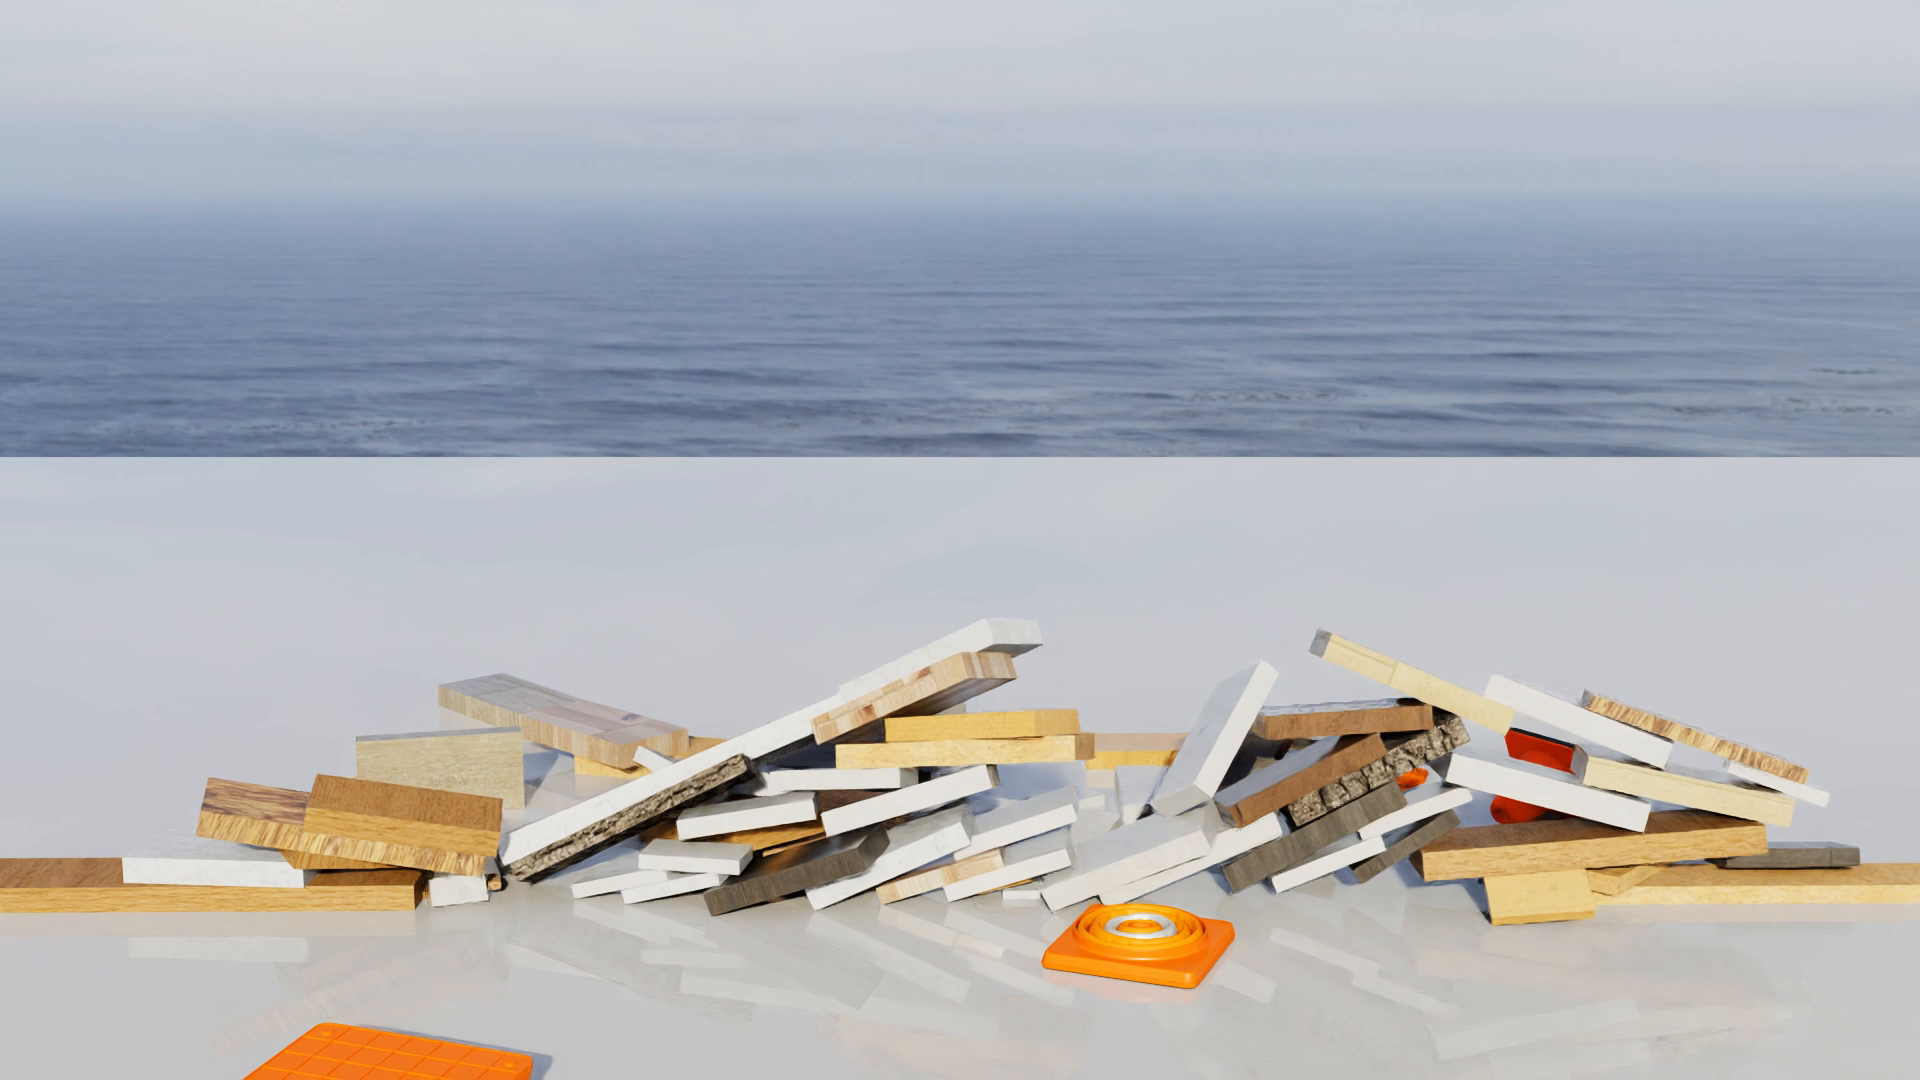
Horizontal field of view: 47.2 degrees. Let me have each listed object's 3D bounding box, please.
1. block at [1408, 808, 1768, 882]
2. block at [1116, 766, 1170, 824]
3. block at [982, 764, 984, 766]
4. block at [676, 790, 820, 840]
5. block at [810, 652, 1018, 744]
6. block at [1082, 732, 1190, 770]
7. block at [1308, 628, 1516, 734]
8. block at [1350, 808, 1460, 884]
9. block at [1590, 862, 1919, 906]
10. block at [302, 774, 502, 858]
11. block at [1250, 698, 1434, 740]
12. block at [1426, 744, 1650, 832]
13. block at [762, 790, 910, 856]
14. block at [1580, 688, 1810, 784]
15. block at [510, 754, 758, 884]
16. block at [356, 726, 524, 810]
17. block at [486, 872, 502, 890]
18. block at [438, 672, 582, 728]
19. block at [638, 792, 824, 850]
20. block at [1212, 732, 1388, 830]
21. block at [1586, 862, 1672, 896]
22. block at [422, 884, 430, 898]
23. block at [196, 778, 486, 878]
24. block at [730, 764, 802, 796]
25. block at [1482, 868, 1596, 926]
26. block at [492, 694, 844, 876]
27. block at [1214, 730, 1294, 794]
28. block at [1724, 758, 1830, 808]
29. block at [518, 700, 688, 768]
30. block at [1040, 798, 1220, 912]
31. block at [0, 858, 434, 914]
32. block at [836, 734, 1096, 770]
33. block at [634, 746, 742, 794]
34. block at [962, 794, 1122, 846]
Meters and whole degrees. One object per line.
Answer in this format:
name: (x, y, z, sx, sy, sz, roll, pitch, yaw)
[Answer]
block: (1.025, 0.498, 3.623, 0.548, 0.047, 0.165, -5, 4, 3)
block: (0.365, 0.480, 4.163, 0.127, 0.036, 0.255, 0, 11, 1)
block: (0.024, 0.429, 4.483, 0.068, 0.019, 0.137, 1, 11, 7)
block: (-0.348, 0.453, 3.633, 0.225, 0.032, 0.113, -9, 3, 0)
block: (-0.078, 0.267, 3.690, 0.318, 0.045, 0.159, -26, -16, 28)
block: (0.426, 0.426, 4.446, 0.347, 0.038, 0.135, 0, 11, -1)
block: (0.749, 0.234, 3.658, 0.324, 0.043, 0.153, 23, 1, 0)
block: (0.730, 0.496, 3.630, 0.191, 0.027, 0.095, -33, 2, 5)
block: (1.405, 0.573, 3.672, 1.001, 0.031, 0.111, 0, 11, -1)
block: (-0.899, 0.446, 3.568, 0.302, 0.043, 0.151, 10, 12, -13)
block: (0.622, 0.292, 3.601, 0.273, 0.039, 0.136, -4, 1, -3)
block: (0.950, 0.403, 3.629, 0.330, 0.047, 0.165, 15, 4, 0)
block: (-0.214, 0.521, 3.906, 0.177, 0.050, 0.354, 2, 11, 12)
block: (1.217, 0.325, 3.650, 0.366, 0.026, 0.091, 19, 6, 6)
block: (-0.540, 0.465, 3.664, 0.418, 0.032, 0.113, -26, -11, -1)
block: (-0.968, 0.434, 4.100, 0.300, 0.150, 0.042, -3, 11, -14)
block: (-0.813, 0.572, 3.659, 0.091, 0.013, 0.045, -4, 11, -19)
block: (-0.982, 0.356, 4.803, 0.165, 0.047, 0.330, -10, 14, -42)
block: (-0.405, 0.493, 3.838, 0.177, 0.050, 0.354, -10, 3, -34)
block: (0.551, 0.385, 3.594, 0.273, 0.039, 0.136, -26, 4, -6)
block: (1.096, 0.540, 3.680, 0.111, 0.031, 0.222, 9, 14, 40)
block: (-0.845, 0.584, 3.664, 0.091, 0.013, 0.045, 0, 11, 1)
block: (-1.002, 0.468, 3.583, 0.449, 0.042, 0.150, 11, 12, -17)
block: (-0.346, 0.445, 4.054, 0.146, 0.041, 0.328, 9, -4, 3)
block: (0.930, 0.573, 3.535, 0.161, 0.023, 0.081, -5, 47, 4)
block: (-0.482, 0.415, 3.781, 0.664, 0.045, 0.159, -22, -9, -18)
block: (0.566, 0.420, 4.212, 0.091, 0.026, 0.183, 7, 50, 43)
block: (1.349, 0.397, 3.638, 0.161, 0.023, 0.081, 20, 6, 14)
block: (-0.713, 0.385, 4.389, 0.330, 0.047, 0.165, 10, 14, 42)
block: (0.279, 0.510, 3.590, 0.288, 0.041, 0.144, -24, 11, 18)
block: (-1.449, 0.572, 3.649, 1.115, 0.043, 0.151, 0, 11, -1)
block: (0.010, 0.351, 3.641, 0.405, 0.041, 0.144, -4, -5, 16)
block: (-0.502, 0.439, 4.117, 0.104, 0.029, 0.208, 21, -4, 42)
block: (0.116, 0.517, 3.885, 0.307, 0.043, 0.153, 5, 20, 24)
